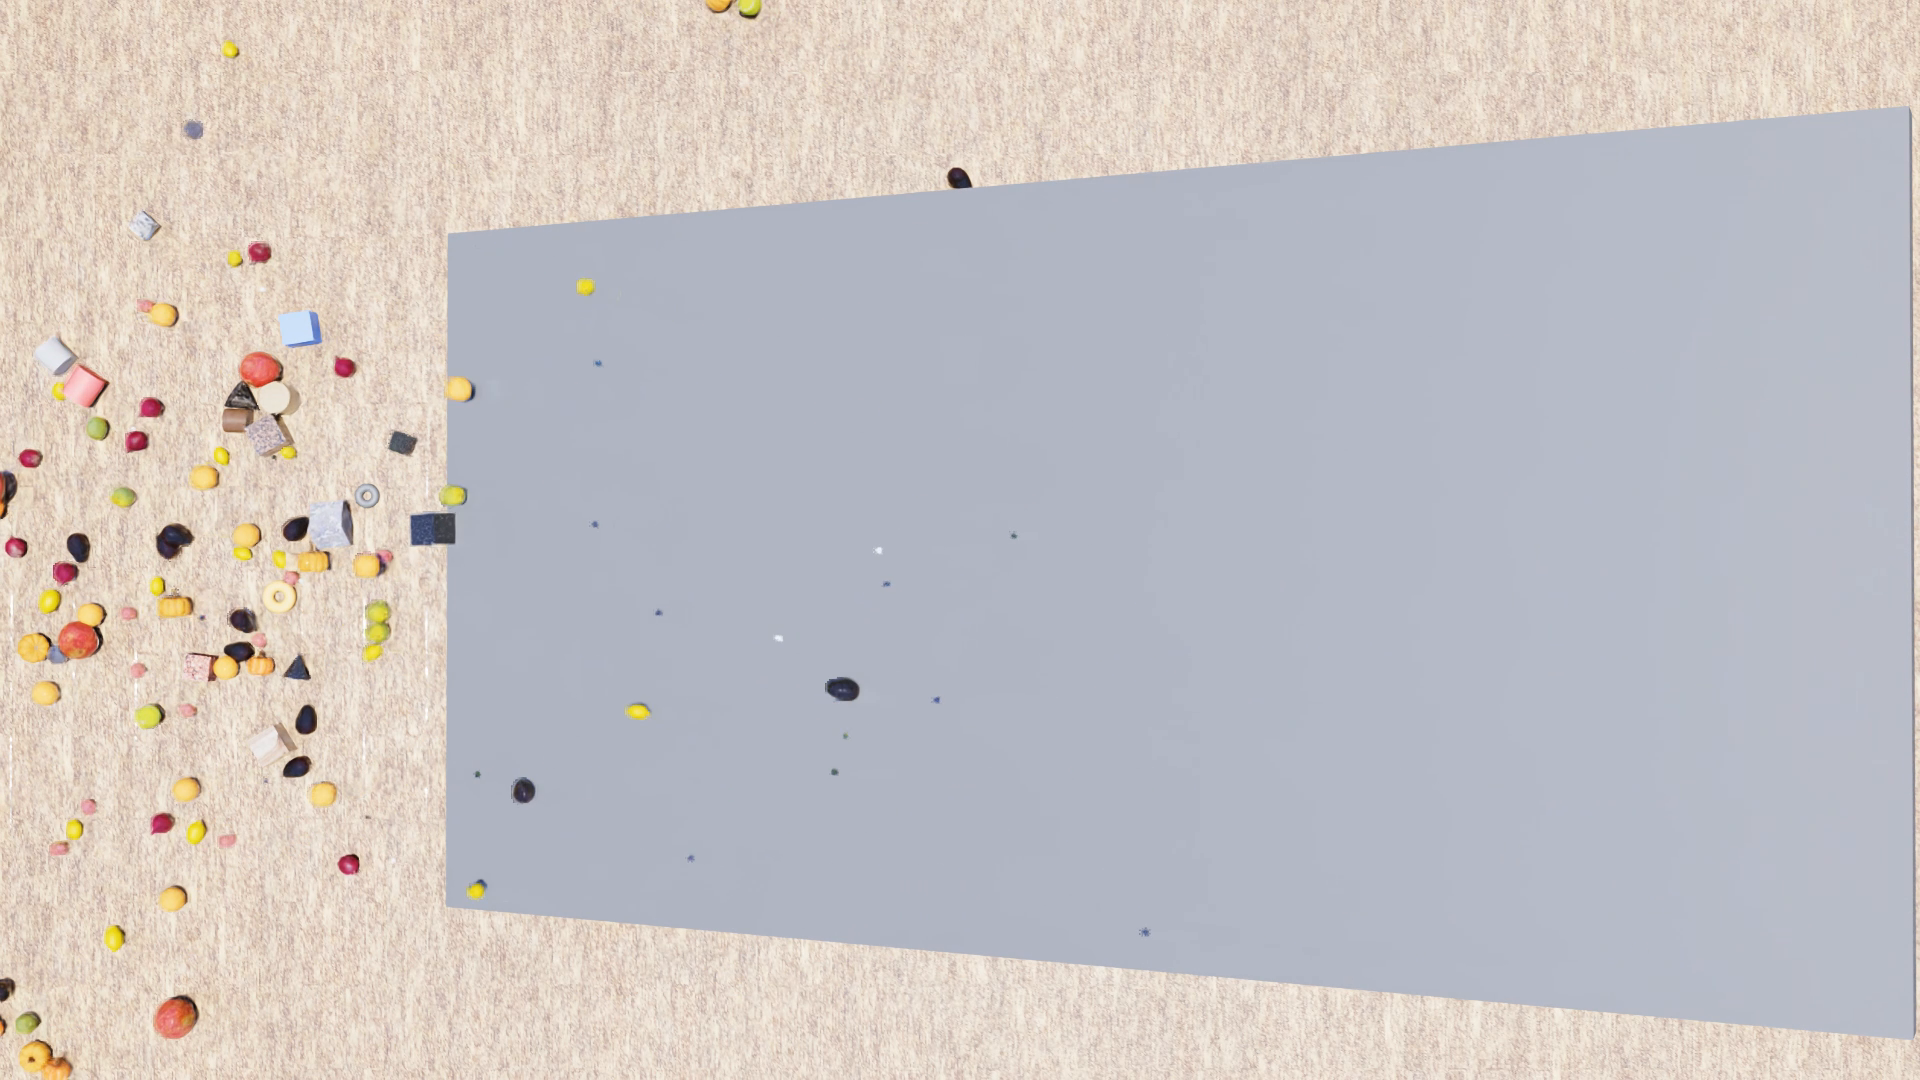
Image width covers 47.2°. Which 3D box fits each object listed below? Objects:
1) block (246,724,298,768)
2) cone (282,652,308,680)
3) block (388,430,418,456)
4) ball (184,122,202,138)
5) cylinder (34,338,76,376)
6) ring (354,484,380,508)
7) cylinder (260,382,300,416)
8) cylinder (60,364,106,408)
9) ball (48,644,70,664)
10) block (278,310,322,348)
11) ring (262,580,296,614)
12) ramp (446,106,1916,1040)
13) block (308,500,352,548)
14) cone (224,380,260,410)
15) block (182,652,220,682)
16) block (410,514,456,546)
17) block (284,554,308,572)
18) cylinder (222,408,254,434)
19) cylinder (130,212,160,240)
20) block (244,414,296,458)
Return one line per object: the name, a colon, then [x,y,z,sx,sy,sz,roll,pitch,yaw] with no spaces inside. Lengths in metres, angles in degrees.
block: [-2.053,0.613,6.568,0.091,0.091,0.091,-31,89,0]
cone: [-1.983,0.376,6.580,0.081,0.081,0.081,7,83,0]
block: [-1.670,-0.289,6.593,0.060,0.060,0.060,21,89,0]
ball: [-2.306,-1.233,6.608,0.051,0.051,0.051,0,89,0]
cylinder: [-2.708,-0.549,6.585,0.082,0.082,0.082,-45,90,0]
ring: [-1.782,-0.133,6.609,0.075,0.025,0.075,0,90,-1]
cylinder: [-2.033,-0.422,6.575,0.093,0.093,0.093,0,88,3]
cylinder: [-2.621,-0.459,6.579,0.093,0.093,0.093,34,89,0]
ball: [-2.701,0.342,6.586,0.060,0.060,0.060,0,89,0]
block: [-1.974,-0.631,6.581,0.091,0.091,0.091,-9,89,0]
ring: [-2.043,0.170,6.601,0.100,0.033,0.100,0,92,1]
ramp: [0.278,0.079,5.662,4.000,0.100,2.000,0,89,27]
block: [-1.876,-0.047,6.553,0.098,0.098,0.098,-6,56,0]
cone: [-2.139,-0.414,6.603,0.096,0.096,0.096,35,89,-26]
block: [-2.271,0.381,6.578,0.075,0.075,0.075,7,89,0]
block: [-1.557,-0.030,6.497,0.090,0.090,0.090,-4,88,28]
block: [-1.990,0.066,6.594,0.051,0.051,0.051,4,89,0]
cylinder: [-2.163,-0.357,6.587,0.073,0.073,0.073,3,89,0]
cylinder: [-2.446,-0.941,6.599,0.062,0.062,0.062,42,90,0]
block: [-2.064,-0.312,6.576,0.094,0.094,0.094,-28,89,0]
